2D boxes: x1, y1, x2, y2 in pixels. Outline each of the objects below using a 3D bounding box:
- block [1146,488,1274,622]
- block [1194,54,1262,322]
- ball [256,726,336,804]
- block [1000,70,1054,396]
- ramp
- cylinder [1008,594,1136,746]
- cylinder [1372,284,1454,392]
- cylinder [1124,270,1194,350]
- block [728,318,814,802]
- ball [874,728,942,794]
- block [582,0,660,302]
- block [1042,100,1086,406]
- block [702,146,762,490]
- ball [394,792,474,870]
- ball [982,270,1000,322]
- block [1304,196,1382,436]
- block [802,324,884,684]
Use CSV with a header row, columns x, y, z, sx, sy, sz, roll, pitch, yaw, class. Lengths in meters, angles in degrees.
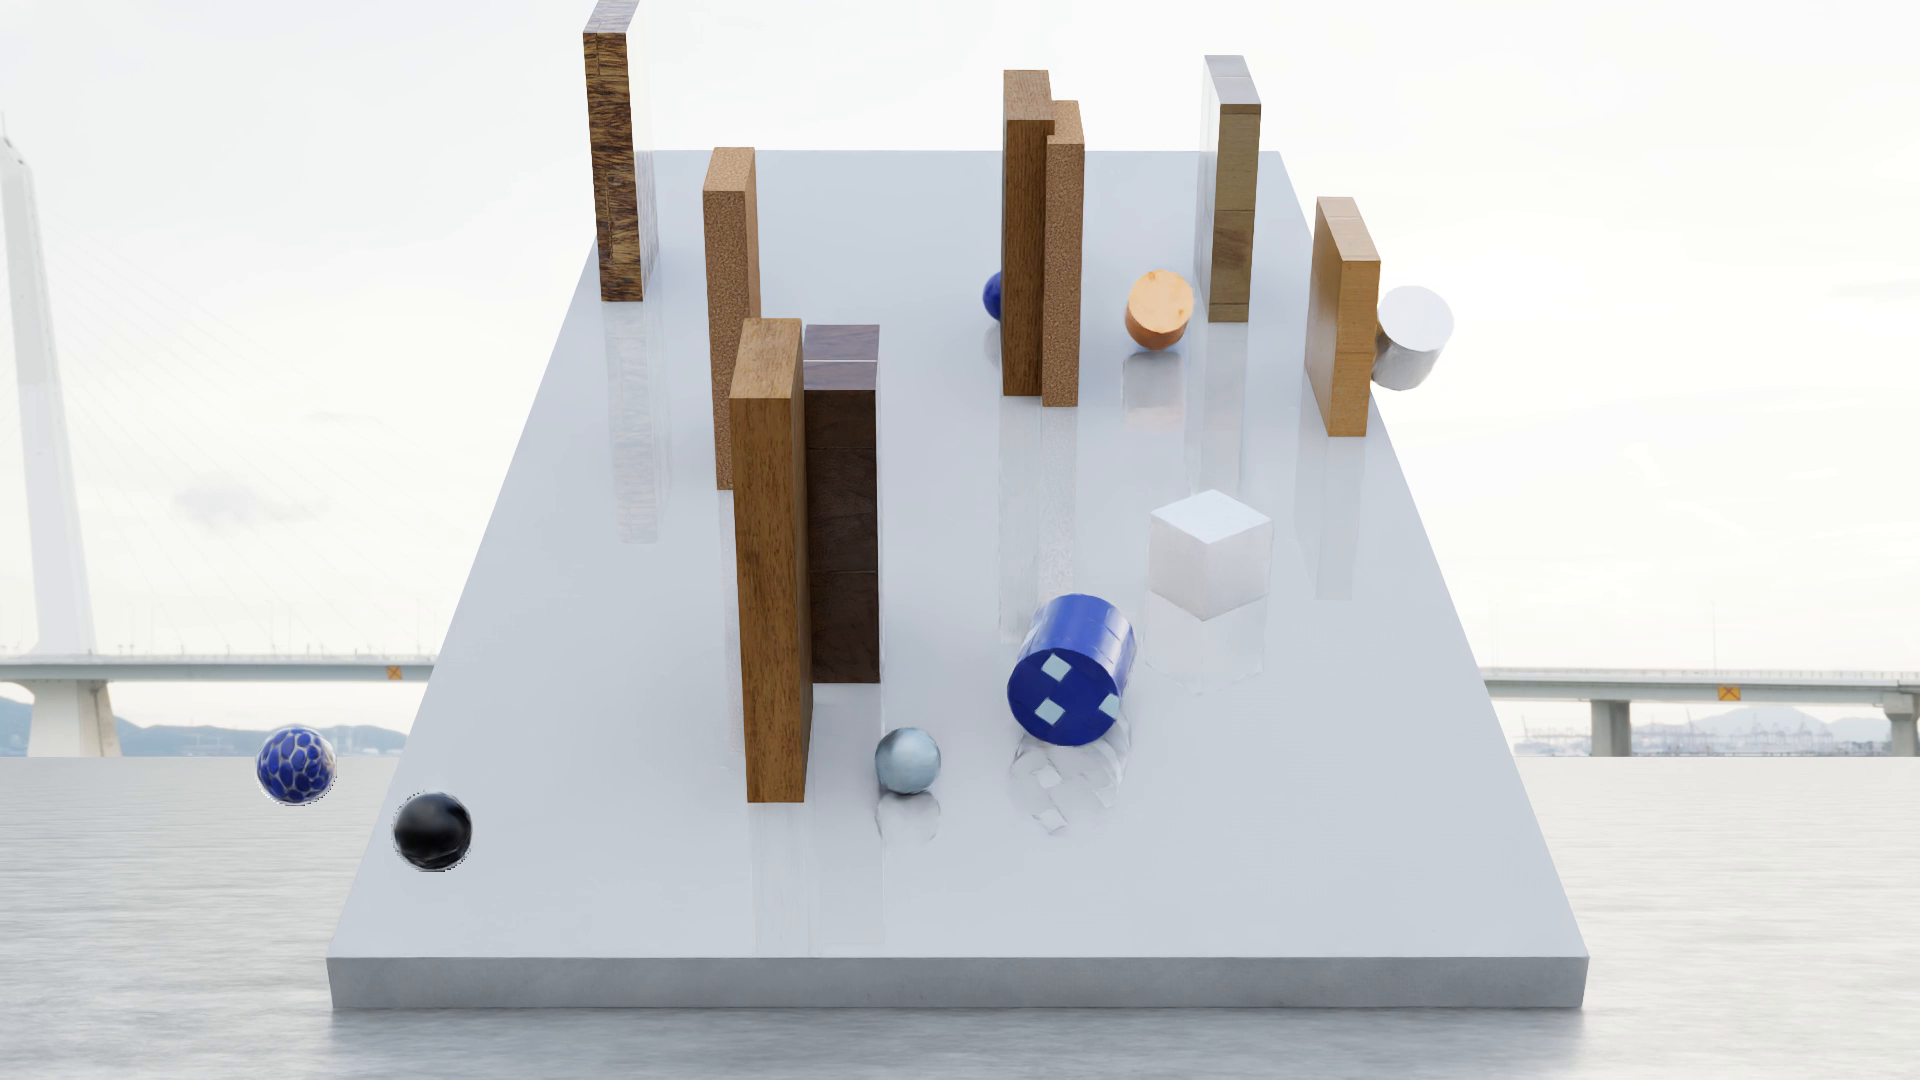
x,y,z,sx,sy,sz,roll,pitch,yaw,class
0.500,0.029,4.786,0.174,0.174,0.174,-19,33,-32,block
0.686,-0.910,6.146,0.102,0.576,0.424,0,28,0,block
-1.307,0.443,4.687,0.151,0.151,0.151,0,-5,0,ball
0.158,-0.737,5.698,0.108,0.681,0.394,0,28,0,block
-0.011,-0.224,5.560,2.000,0.100,4.000,0,28,0,ramp
0.206,0.236,4.354,0.204,0.204,0.204,-1,27,14,cylinder
1.075,-0.487,5.745,0.186,0.186,0.186,1,-27,-7,cylinder
0.490,-0.567,5.870,0.158,0.158,0.158,0,-10,0,cylinder
-0.321,0.038,4.119,0.098,0.771,0.335,0,28,0,block
-0.091,0.386,4.162,0.117,0.117,0.117,0,-5,0,ball
-0.880,-1.028,6.216,0.108,0.711,0.392,0,28,0,block
0.237,-0.677,5.622,0.083,0.646,0.326,0,28,0,block
-0.490,-0.482,5.199,0.088,0.689,0.287,0,28,0,block
-0.876,0.483,3.958,0.130,0.130,0.130,0,-5,0,ball
0.125,-0.621,6.060,0.140,0.140,0.140,0,-5,0,ball
0.892,-0.528,5.573,0.087,0.432,0.424,0,28,0,block
-0.221,-0.068,4.499,0.139,0.607,0.303,0,28,0,block
